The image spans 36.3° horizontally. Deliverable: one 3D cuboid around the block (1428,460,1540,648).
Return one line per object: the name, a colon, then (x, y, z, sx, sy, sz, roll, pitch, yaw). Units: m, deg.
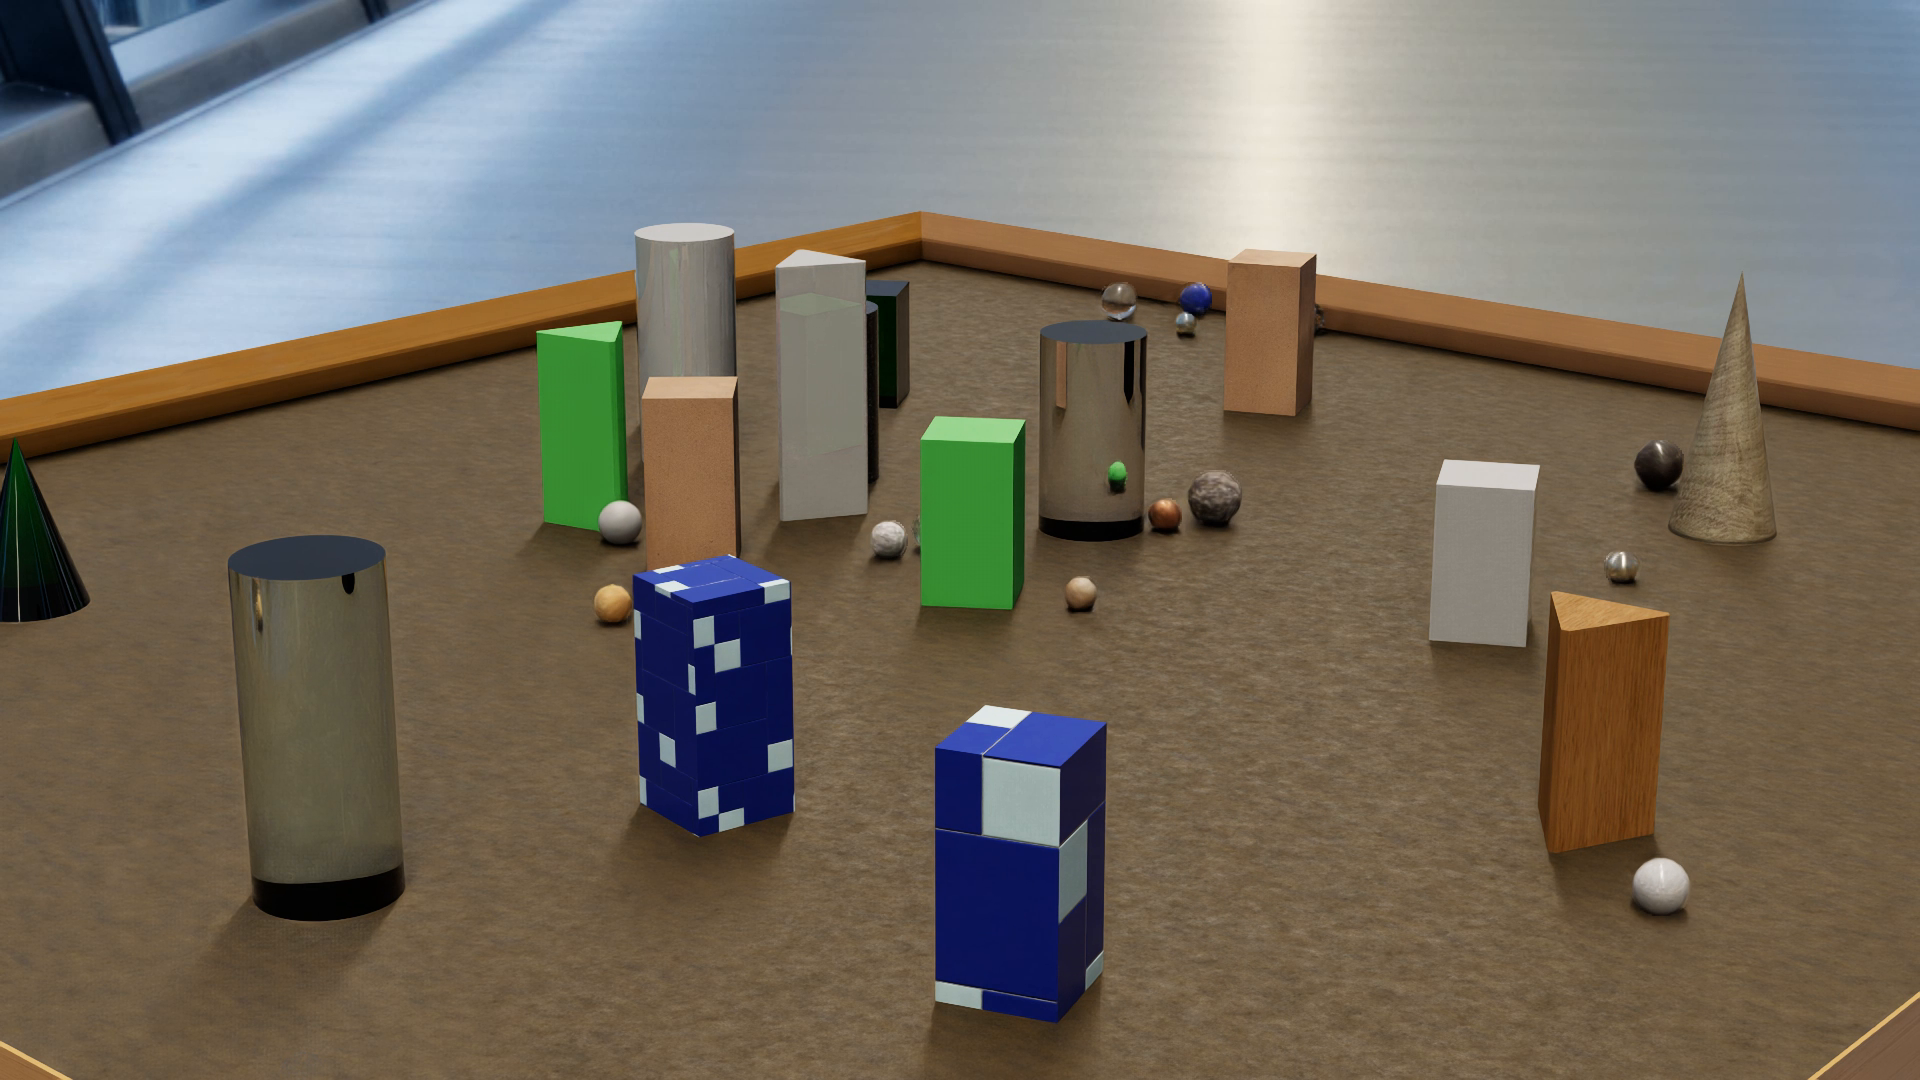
block: (0.880, 0.021, 4.918, 0.160, 0.270, 0.160, 4, 17, 13)

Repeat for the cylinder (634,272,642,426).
cylinder: (-0.586, -0.409, 6.239, 0.199, 0.331, 0.199, 0, 17, 0)

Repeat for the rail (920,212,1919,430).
rail: (1.423, -0.440, 6.689, 4.096, 0.130, 0.045, 14, 22, 39)

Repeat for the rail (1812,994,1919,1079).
rail: (1.528, 0.415, 3.849, 0.045, 0.130, 4.388, 14, 22, 39)

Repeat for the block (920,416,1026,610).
block: (0.024, -0.048, 5.101, 0.160, 0.297, 0.160, 2, 17, 8)

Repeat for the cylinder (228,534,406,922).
cylinder: (-0.840, 0.244, 3.838, 0.199, 0.465, 0.199, 0, 17, 0)

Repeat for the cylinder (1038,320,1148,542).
cylinder: (0.248, -0.205, 5.486, 0.199, 0.376, 0.199, 0, 17, 0)

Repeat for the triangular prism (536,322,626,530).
triangular prism: (-0.679, -0.219, 5.545, 0.173, 0.368, 0.150, 9, 19, 27)

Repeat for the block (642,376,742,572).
block: (-0.481, -0.117, 5.282, 0.160, 0.325, 0.160, 0, 17, -1)

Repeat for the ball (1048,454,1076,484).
ball: (0.201, -0.141, 5.825, 0.056, 0.056, 0.056, 0, 17, 0)

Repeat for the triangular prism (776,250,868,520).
triangular prism: (-0.281, -0.299, 5.599, 0.173, 0.490, 0.150, -5, 18, -17)

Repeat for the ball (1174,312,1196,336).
ball: (0.546, -0.523, 7.097, 0.055, 0.055, 0.055, 0, 17, 0)

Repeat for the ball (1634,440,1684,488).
ball: (1.380, -0.149, 5.788, 0.094, 0.094, 0.094, 0, 17, 0)

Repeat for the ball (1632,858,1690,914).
ball: (0.916, 0.452, 3.829, 0.073, 0.073, 0.073, 0, 17, 0)

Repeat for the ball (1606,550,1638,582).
ball: (1.176, 0.047, 5.203, 0.055, 0.055, 0.055, 0, 17, 0)

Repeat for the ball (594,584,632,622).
ball: (-0.591, 0.108, 4.985, 0.064, 0.064, 0.064, 0, 17, 0)

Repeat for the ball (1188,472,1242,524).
ball: (0.482, -0.080, 5.548, 0.100, 0.100, 0.100, 0, 17, 0)

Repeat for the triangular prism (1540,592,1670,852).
triangular prism: (0.861, 0.245, 4.083, 0.173, 0.321, 0.150, -7, 18, -23)

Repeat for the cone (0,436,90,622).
cone: (-1.612, -0.034, 5.043, 0.199, 0.302, 0.199, 0, 17, 0)

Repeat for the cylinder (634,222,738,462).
cylinder: (-0.553, -0.393, 5.947, 0.199, 0.469, 0.199, 0, 17, 0)

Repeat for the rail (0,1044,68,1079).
rail: (-1.423, 0.505, 3.550, 4.096, 0.130, 0.045, 14, 22, 39)

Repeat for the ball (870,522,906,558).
ball: (-0.132, -0.001, 5.343, 0.066, 0.066, 0.066, 0, 17, 0)

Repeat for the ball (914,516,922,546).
ball: (-0.051, -0.019, 5.398, 0.070, 0.070, 0.070, 0, 17, 0)

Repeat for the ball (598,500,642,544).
ball: (-0.628, -0.033, 5.423, 0.082, 0.082, 0.082, 0, 17, 0)

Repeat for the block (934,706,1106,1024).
block: (0.074, 0.393, 3.578, 0.160, 0.330, 0.160, 7, 18, 22)

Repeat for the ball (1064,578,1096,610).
ball: (0.207, 0.093, 5.049, 0.057, 0.057, 0.057, 0, 17, 0)

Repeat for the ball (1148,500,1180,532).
ball: (0.384, -0.046, 5.504, 0.060, 0.060, 0.060, 0, 17, 0)

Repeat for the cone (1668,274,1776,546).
cone: (1.434, -0.256, 5.445, 0.199, 0.497, 0.199, 0, 17, 0)

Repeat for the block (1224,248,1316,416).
block: (0.677, -0.455, 6.397, 0.160, 0.328, 0.160, 6, 18, 19)

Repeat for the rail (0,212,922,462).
rail: (-1.528, -0.350, 6.390, 0.045, 0.130, 4.388, 14, 22, 39)

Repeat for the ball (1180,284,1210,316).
ball: (0.586, -0.598, 7.307, 0.078, 0.078, 0.078, 0, 17, 0)

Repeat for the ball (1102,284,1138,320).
ball: (0.395, -0.591, 7.267, 0.088, 0.088, 0.088, 0, 17, 0)

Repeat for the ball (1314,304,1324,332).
ball: (0.842, -0.540, 7.107, 0.081, 0.081, 0.081, 0, 17, 0)

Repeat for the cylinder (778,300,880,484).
cylinder: (-0.261, -0.294, 5.834, 0.199, 0.345, 0.199, 0, 17, 0)

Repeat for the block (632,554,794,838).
block: (-0.347, 0.217, 4.139, 0.160, 0.343, 0.160, -12, 21, -35)

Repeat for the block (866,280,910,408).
block: (-0.204, -0.433, 6.460, 0.160, 0.251, 0.160, 3, 17, 9)
